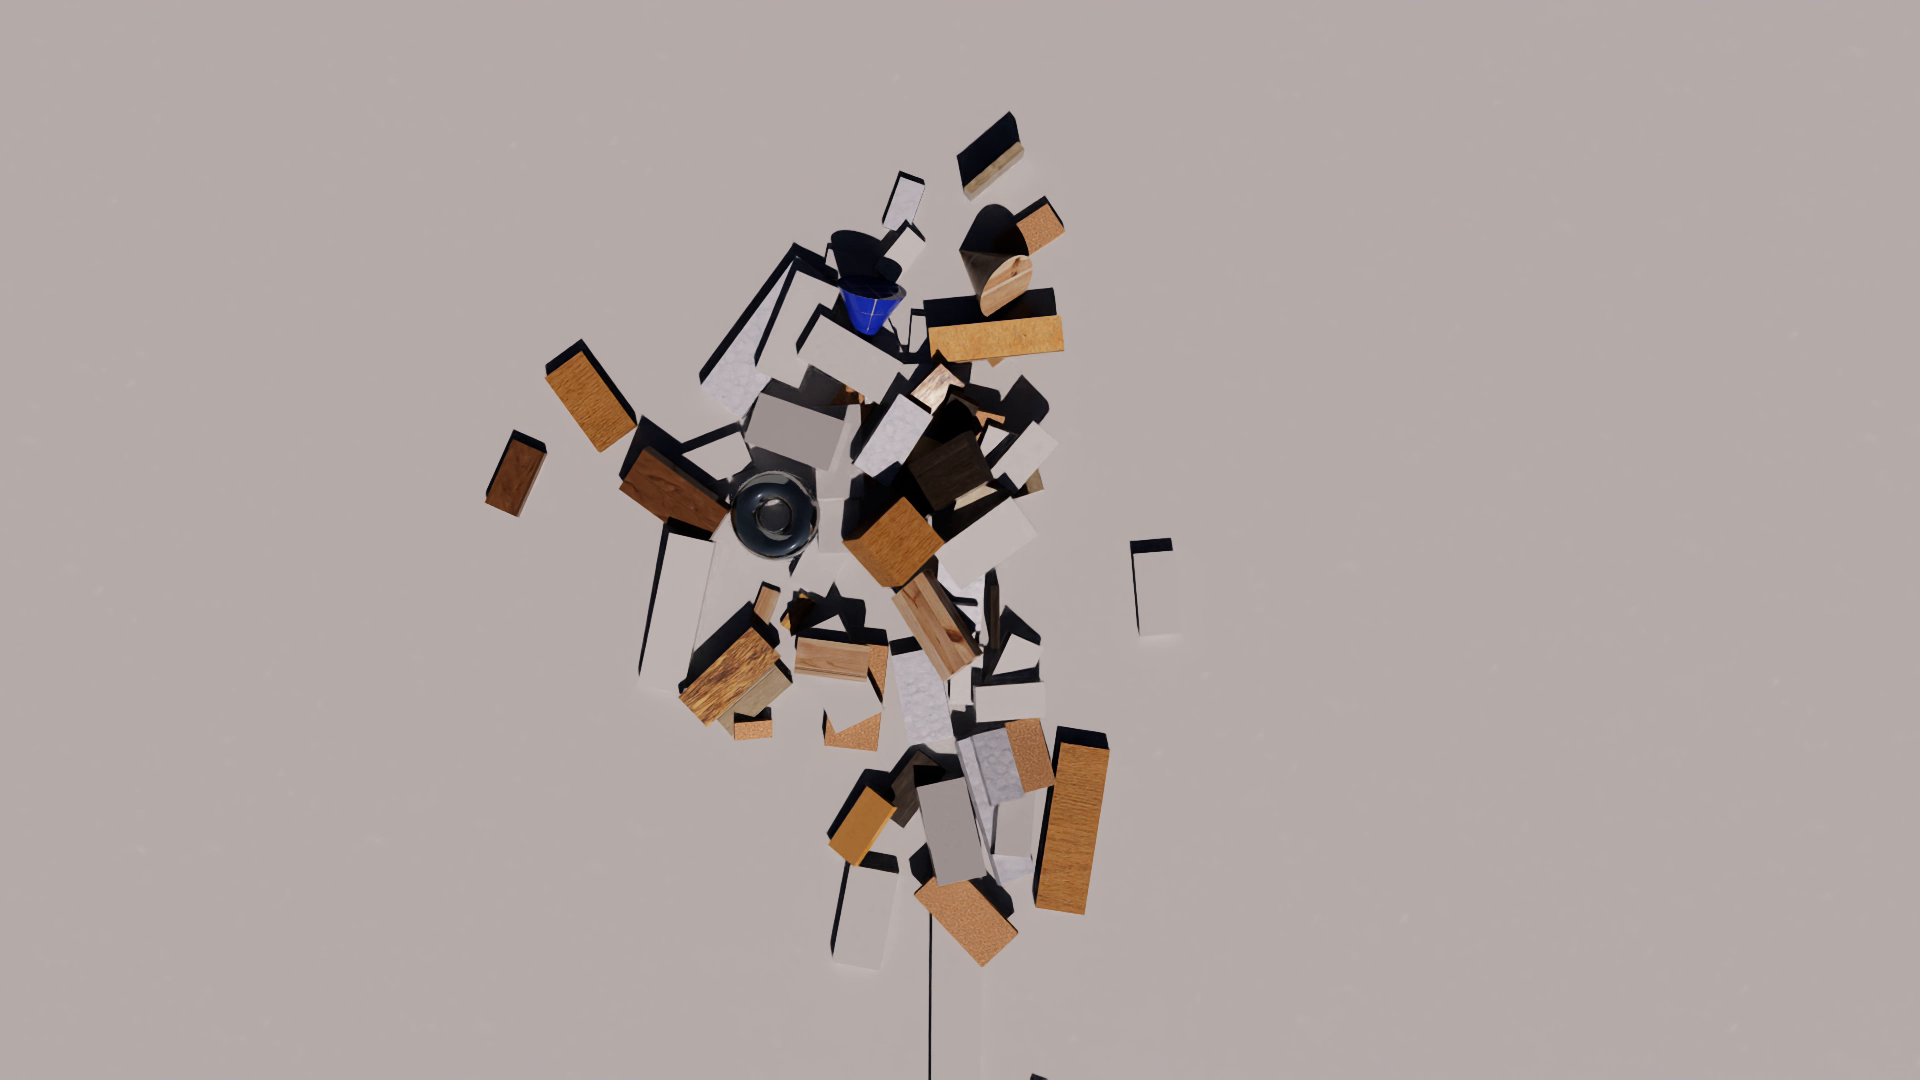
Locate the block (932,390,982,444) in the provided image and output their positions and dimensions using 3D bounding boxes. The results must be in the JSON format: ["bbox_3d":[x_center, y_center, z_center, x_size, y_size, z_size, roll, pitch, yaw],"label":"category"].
[{"bbox_3d":[-0.014,-0.392,5.425,0.100,0.028,0.201,27,129,0],"label":"block"}]

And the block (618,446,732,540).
[{"bbox_3d":[-0.938,-0.139,5.446,0.343,0.049,0.171,36,112,0],"label":"block"}]

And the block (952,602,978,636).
[{"bbox_3d":[-0.002,0.308,5.443,0.103,0.029,0.207,5,108,0],"label":"block"}]

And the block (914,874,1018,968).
[{"bbox_3d":[0.020,1.228,5.431,0.163,0.046,0.327,-43,90,0],"label":"block"}]

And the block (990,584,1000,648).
[{"bbox_3d":[0.115,0.252,5.448,0.029,0.104,0.207,-1,90,0],"label":"block"}]

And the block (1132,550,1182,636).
[{"bbox_3d":[0.654,0.177,5.480,0.138,0.039,0.275,-5,90,0],"label":"block"}]

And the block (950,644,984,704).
[{"bbox_3d":[0.021,0.443,5.455,0.104,0.029,0.207,2,108,0],"label":"block"}]

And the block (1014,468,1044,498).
[{"bbox_3d":[0.200,-0.248,5.486,0.100,0.028,0.201,-18,90,0],"label":"block"}]

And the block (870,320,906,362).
[{"bbox_3d":[-0.256,-0.662,5.487,0.090,0.026,0.180,-24,90,0],"label":"block"}]

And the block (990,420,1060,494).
[{"bbox_3d":[0.206,-0.270,5.386,0.112,0.032,0.224,40,95,-9],"label":"block"}]

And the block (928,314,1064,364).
[{"bbox_3d":[0.119,-0.659,5.422,0.437,0.033,0.116,-6,90,0],"label":"block"}]

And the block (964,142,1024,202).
[{"bbox_3d":[0.112,-1.215,5.442,0.231,0.116,0.033,-40,90,0],"label":"block"}]

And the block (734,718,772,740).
[{"bbox_3d":[-0.685,0.627,5.465,0.125,0.018,0.063,-3,109,-15],"label":"block"}]

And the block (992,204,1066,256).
[{"bbox_3d":[0.229,-1.011,5.485,0.218,0.031,0.109,-33,90,0],"label":"block"}]

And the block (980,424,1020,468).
[{"bbox_3d":[0.106,-0.261,5.442,0.112,0.032,0.224,20,107,-7],"label":"block"}]

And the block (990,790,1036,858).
[{"bbox_3d":[0.176,0.911,5.438,0.129,0.037,0.258,9,80,-21],"label":"block"}]

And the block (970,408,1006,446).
[{"bbox_3d":[0.078,-0.326,5.456,0.100,0.028,0.201,13,107,-1],"label":"block"}]

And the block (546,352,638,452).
[{"bbox_3d":[-1.225,-0.458,5.479,0.152,0.043,0.303,-36,90,0],"label":"block"}]

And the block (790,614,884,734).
[{"bbox_3d":[-0.403,0.439,5.426,0.175,0.049,0.349,-26,90,0],"label":"block"}]

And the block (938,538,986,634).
[{"bbox_3d":[0.002,0.151,5.434,0.155,0.044,0.310,4,107,0],"label":"block"}]

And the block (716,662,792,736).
[{"bbox_3d":[-0.700,0.515,5.481,0.265,0.037,0.132,-41,90,0],"label":"block"}]

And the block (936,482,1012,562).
[{"bbox_3d":[0.043,-0.045,5.422,0.155,0.044,0.310,20,112,0],"label":"block"}]

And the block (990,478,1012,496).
[{"bbox_3d":[0.091,-0.119,5.450,0.112,0.032,0.224,23,104,-7],"label":"block"}]

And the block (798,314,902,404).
[{"bbox_3d":[-0.359,-0.589,5.397,0.310,0.044,0.155,30,90,-3],"label":"block"}]

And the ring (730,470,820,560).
[{"bbox_3d":[-0.609,-0.082,5.442,0.302,0.101,0.302,0,93,7],"label":"ring"}]

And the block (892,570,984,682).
[{"bbox_3d":[-0.076,0.280,5.403,0.164,0.047,0.328,-40,76,32],"label":"block"}]

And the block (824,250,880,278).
[{"bbox_3d":[-0.360,-0.907,5.488,0.174,0.025,0.087,11,90,0],"label":"block"}]

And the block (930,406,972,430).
[{"bbox_3d":[-0.013,-0.400,5.487,0.180,0.026,0.090,26,90,0],"label":"block"}]

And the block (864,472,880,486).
[{"bbox_3d":[-0.252,-0.296,5.461,0.110,0.031,0.220,41,99,7],"label":"block"}]

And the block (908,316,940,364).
[{"bbox_3d":[-0.121,-0.653,5.487,0.090,0.026,0.180,5,90,0],"label":"block"}]

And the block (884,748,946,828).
[{"bbox_3d":[-0.163,0.826,5.483,0.119,0.034,0.238,37,90,0],"label":"block"}]

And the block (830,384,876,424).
[{"bbox_3d":[-0.369,-0.429,5.482,0.125,0.035,0.249,32,90,0],"label":"block"}]

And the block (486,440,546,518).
[{"bbox_3d":[-1.476,-0.206,5.484,0.116,0.033,0.231,24,90,0],"label":"block"}]

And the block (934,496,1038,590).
[{"bbox_3d":[0.084,0.009,5.345,0.310,0.044,0.155,-36,96,5],"label":"block"}]

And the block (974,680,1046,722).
[{"bbox_3d":[0.163,0.530,5.423,0.235,0.033,0.117,-3,97,-13],"label":"block"}]
